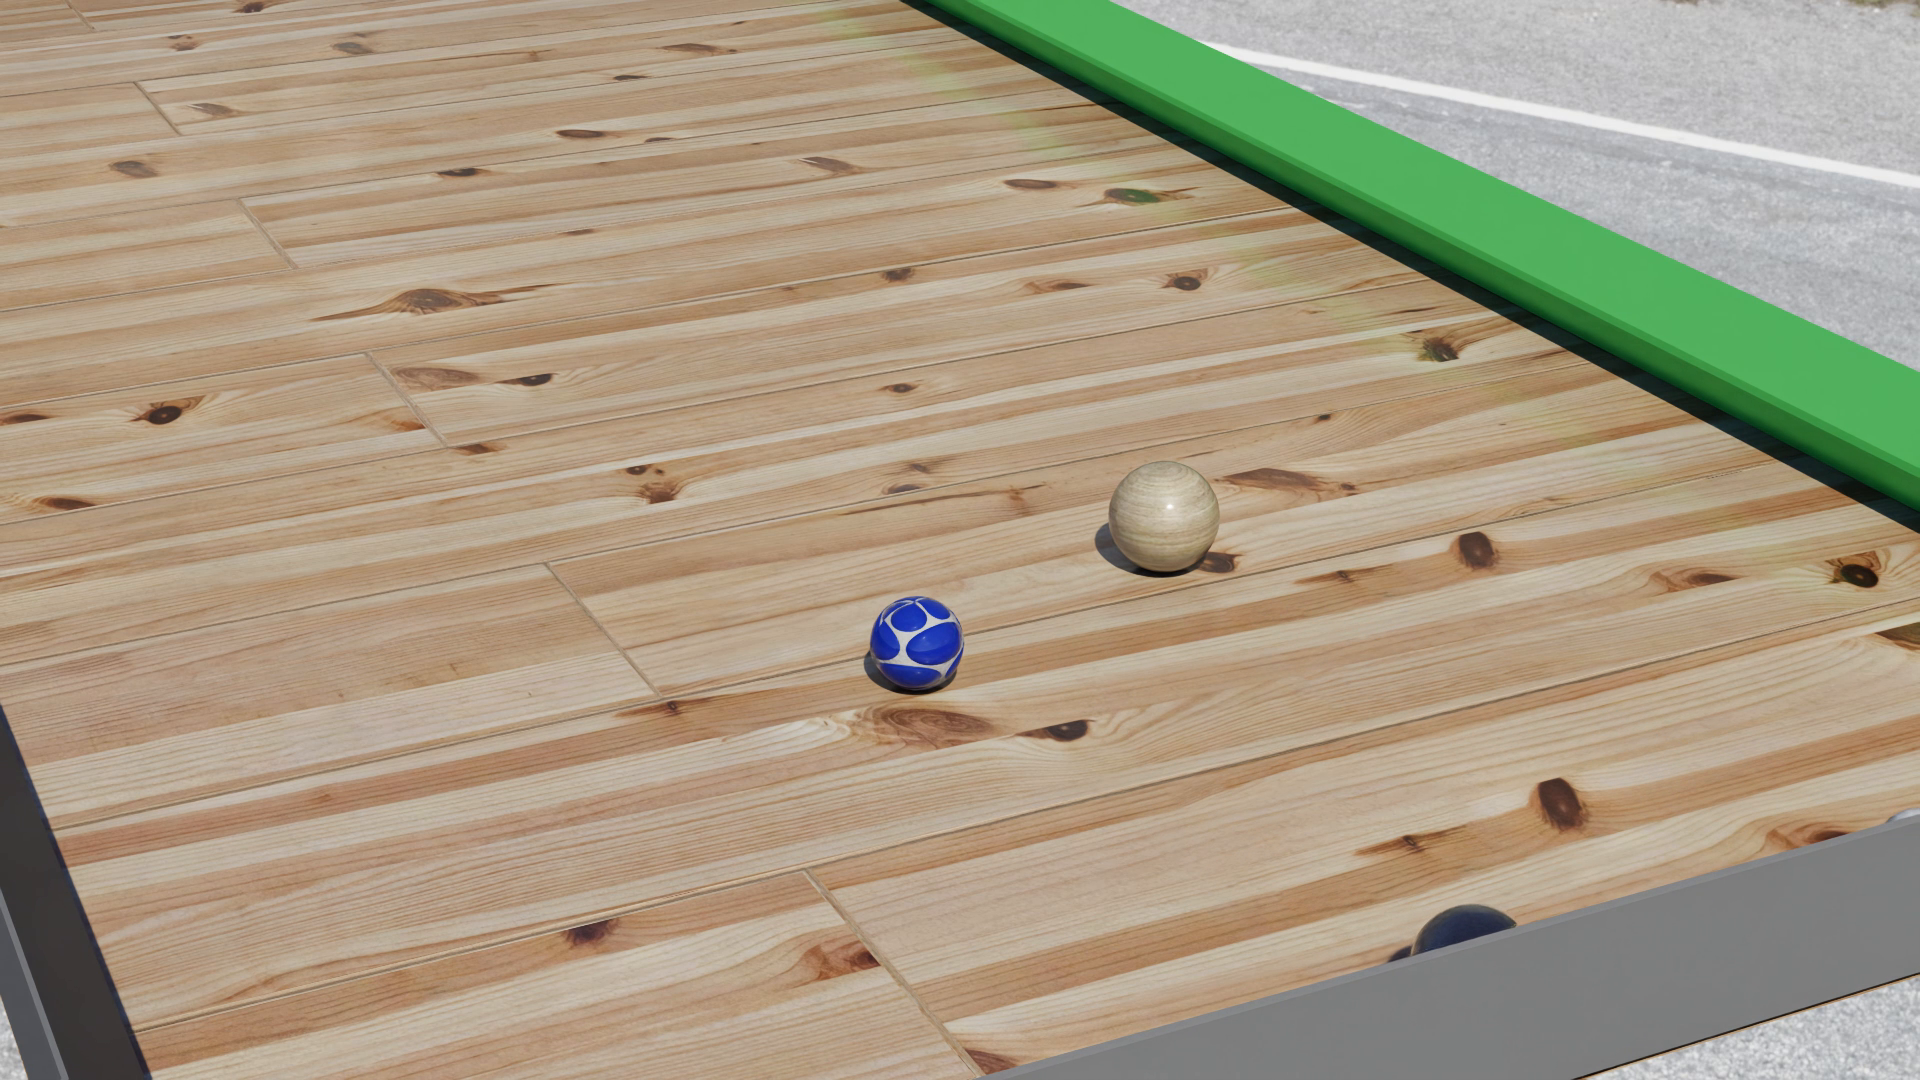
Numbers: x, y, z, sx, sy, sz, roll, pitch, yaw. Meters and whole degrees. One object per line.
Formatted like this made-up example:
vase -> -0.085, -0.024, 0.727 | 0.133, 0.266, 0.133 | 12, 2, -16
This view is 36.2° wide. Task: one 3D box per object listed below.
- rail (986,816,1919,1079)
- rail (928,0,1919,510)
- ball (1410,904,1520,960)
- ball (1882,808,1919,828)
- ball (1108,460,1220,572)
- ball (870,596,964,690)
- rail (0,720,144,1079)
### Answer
rail -> 0.305, 0.240, 1.586 | 1.470, 0.108, 0.045 | -11, 27, -23
rail -> 0.325, -0.413, 3.036 | 0.045, 0.108, 2.893 | -11, 27, -23
ball -> 0.286, 0.238, 1.639 | 0.070, 0.070, 0.070 | 0, 24, 0
ball -> 0.576, 0.190, 1.759 | 0.059, 0.059, 0.059 | 0, 24, 0
ball -> 0.152, -0.017, 2.190 | 0.083, 0.083, 0.083 | 0, 24, 0
ball -> -0.030, 0.071, 2.016 | 0.065, 0.065, 0.065 | 0, 24, 0
rail -> -0.955, -0.159, 2.471 | 0.045, 0.108, 2.893 | -11, 27, -23
